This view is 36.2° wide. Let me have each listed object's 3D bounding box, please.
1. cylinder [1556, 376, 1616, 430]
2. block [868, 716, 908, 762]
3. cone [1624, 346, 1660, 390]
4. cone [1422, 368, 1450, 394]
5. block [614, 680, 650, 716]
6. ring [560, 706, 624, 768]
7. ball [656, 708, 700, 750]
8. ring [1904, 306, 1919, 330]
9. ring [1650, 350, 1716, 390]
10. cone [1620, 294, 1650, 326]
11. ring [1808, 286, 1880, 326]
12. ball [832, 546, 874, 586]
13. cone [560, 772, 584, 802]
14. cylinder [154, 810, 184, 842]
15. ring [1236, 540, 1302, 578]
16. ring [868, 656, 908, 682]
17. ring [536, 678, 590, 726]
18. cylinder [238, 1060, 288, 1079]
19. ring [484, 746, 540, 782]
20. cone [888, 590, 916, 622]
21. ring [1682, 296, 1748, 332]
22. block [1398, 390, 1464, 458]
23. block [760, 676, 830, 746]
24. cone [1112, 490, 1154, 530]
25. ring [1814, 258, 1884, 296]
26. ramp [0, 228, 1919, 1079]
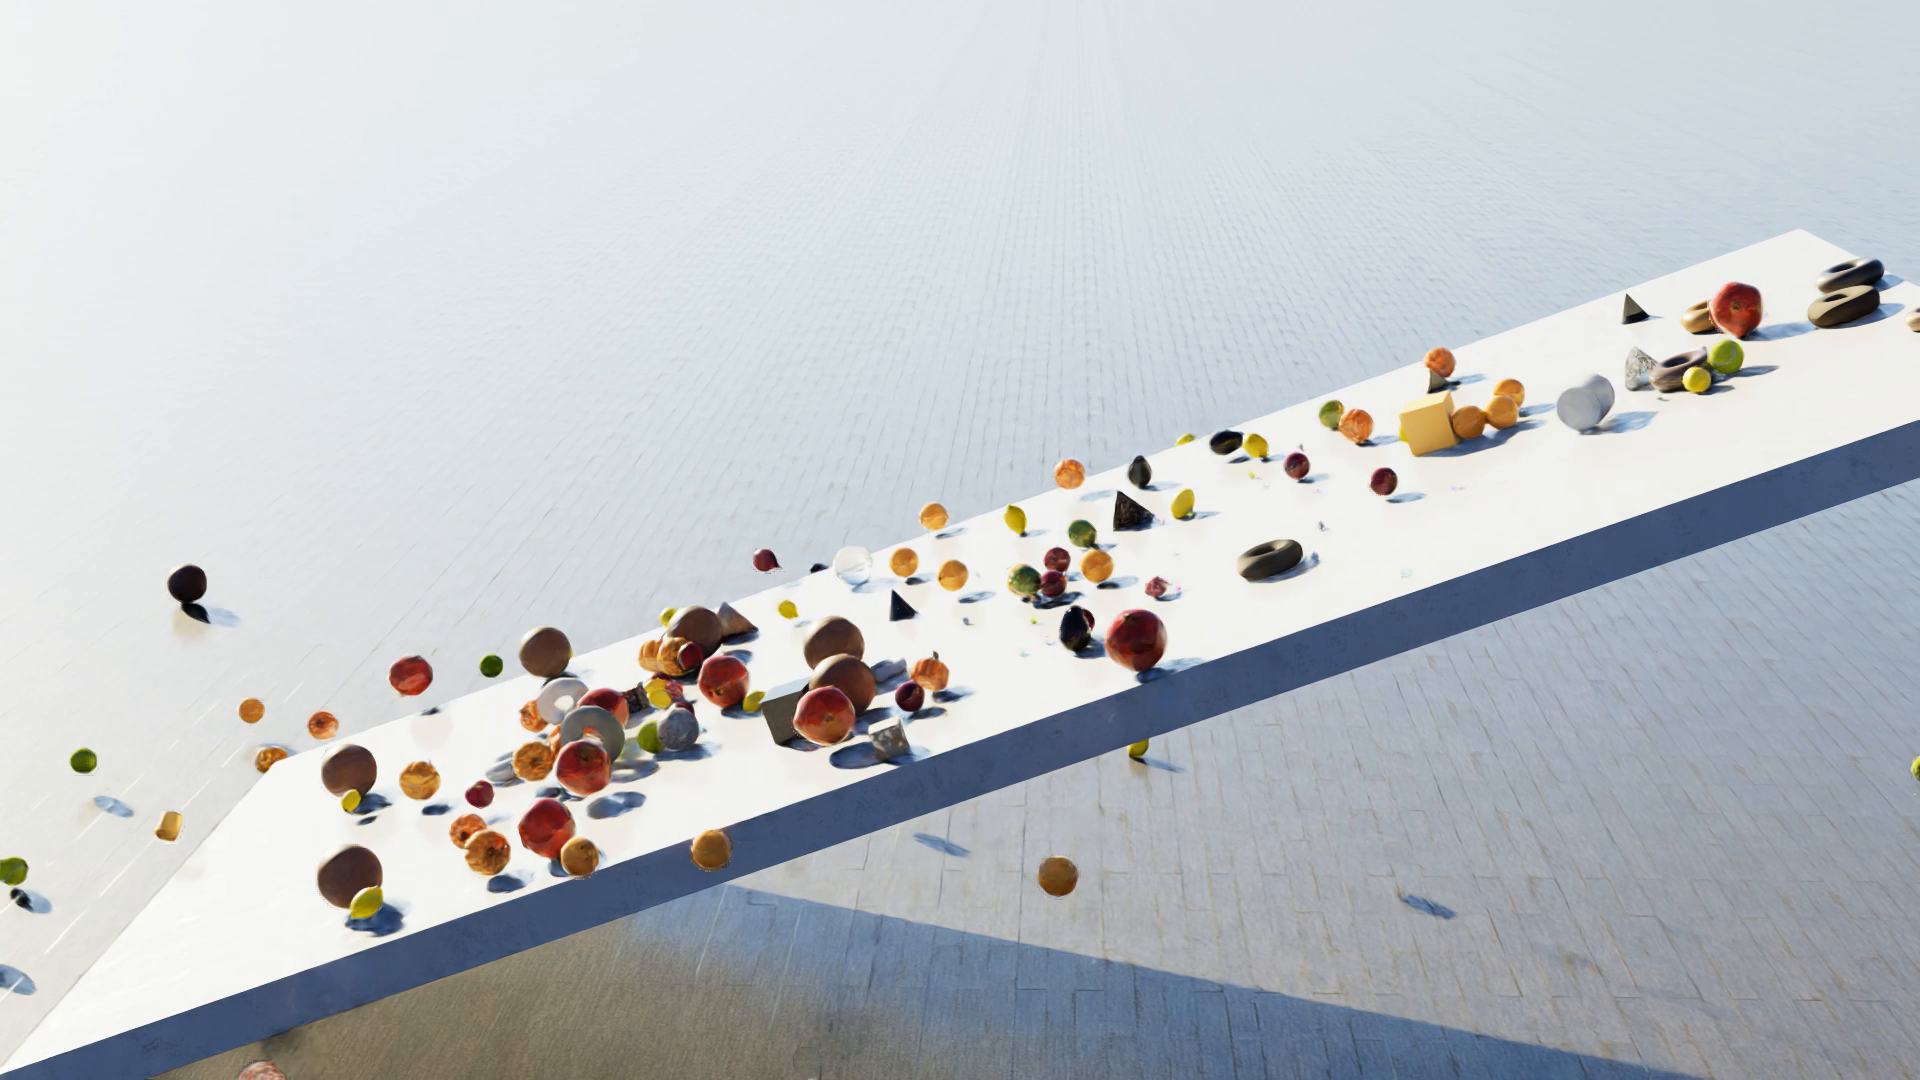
[{"bbox_3d":[1.261,-0.278,5.924,0.093,0.093,0.093,7,18,30],"label":"cylinder"},{"bbox_3d":[-0.132,0.368,5.432,0.058,0.058,0.058,-20,11,4],"label":"block"},{"bbox_3d":[1.436,-0.351,6.091,0.093,0.093,0.093,5,12,-7],"label":"cone"},{"bbox_3d":[1.103,-0.363,6.774,0.060,0.060,0.060,6,12,-5],"label":"cone"},{"bbox_3d":[-0.733,0.354,6.565,0.054,0.054,0.054,-18,12,12],"label":"block"},{"bbox_3d":[-0.769,0.411,6.145,0.139,0.139,0.046,2,20,10],"label":"ring"},{"bbox_3d":[-0.580,0.389,6.045,0.088,0.088,0.088,0,13,0],"label":"ball"},{"bbox_3d":[1.889,-0.437,5.715,0.106,0.035,0.106,-20,10,4],"label":"ring"},{"bbox_3d":[1.472,-0.345,5.989,0.141,0.047,0.141,-21,12,5],"label":"ring"},{"bbox_3d":[1.532,-0.535,6.721,0.067,0.067,0.067,-20,11,4],"label":"cone"},{"bbox_3d":[1.809,-0.479,6.020,0.148,0.049,0.148,-19,10,4],"label":"ring"},{"bbox_3d":[-0.254,0.061,6.990,0.097,0.097,0.097,0,13,0],"label":"ball"},{"bbox_3d":[-0.803,0.497,6.011,0.055,0.055,0.055,-20,11,4],"label":"cone"},{"bbox_3d":[-1.846,0.668,6.864,0.052,0.052,0.052,3,51,14],"label":"cylinder"},{"bbox_3d":[0.602,0.037,5.728,0.135,0.045,0.135,-19,11,4],"label":"ring"},{"bbox_3d":[-0.148,0.264,6.024,0.086,0.029,0.086,-19,11,4],"label":"ring"},{"bbox_3d":[-0.892,0.364,6.623,0.124,0.124,0.041,-4,33,-17],"label":"ring"},{"bbox_3d":[-1.255,1.003,5.332,0.085,0.085,0.085,-10,29,-38],"label":"cylinder"},{"bbox_3d":[-0.972,0.487,6.388,0.131,0.044,0.131,-21,10,4],"label":"ring"},{"bbox_3d":[-0.139,0.137,6.507,0.066,0.066,0.066,-20,11,4],"label":"cone"},{"bbox_3d":[1.636,-0.491,6.382,0.146,0.049,0.146,-20,10,4],"label":"ring"},{"bbox_3d":[0.998,-0.247,6.231,0.097,0.097,0.097,-16,12,23],"label":"block"},{"bbox_3d":[-0.327,0.338,5.829,0.093,0.093,0.093,-17,12,16],"label":"block"},{"bbox_3d":[0.391,-0.062,6.577,0.090,0.090,0.090,8,13,4],"label":"cone"},{"bbox_3d":[1.891,-0.560,6.253,0.148,0.049,0.148,-20,10,4],"label":"ring"},{"bbox_3d":[0.115,0.177,6.298,4.000,0.100,2.000,-19,11,6],"label":"ramp"}]
